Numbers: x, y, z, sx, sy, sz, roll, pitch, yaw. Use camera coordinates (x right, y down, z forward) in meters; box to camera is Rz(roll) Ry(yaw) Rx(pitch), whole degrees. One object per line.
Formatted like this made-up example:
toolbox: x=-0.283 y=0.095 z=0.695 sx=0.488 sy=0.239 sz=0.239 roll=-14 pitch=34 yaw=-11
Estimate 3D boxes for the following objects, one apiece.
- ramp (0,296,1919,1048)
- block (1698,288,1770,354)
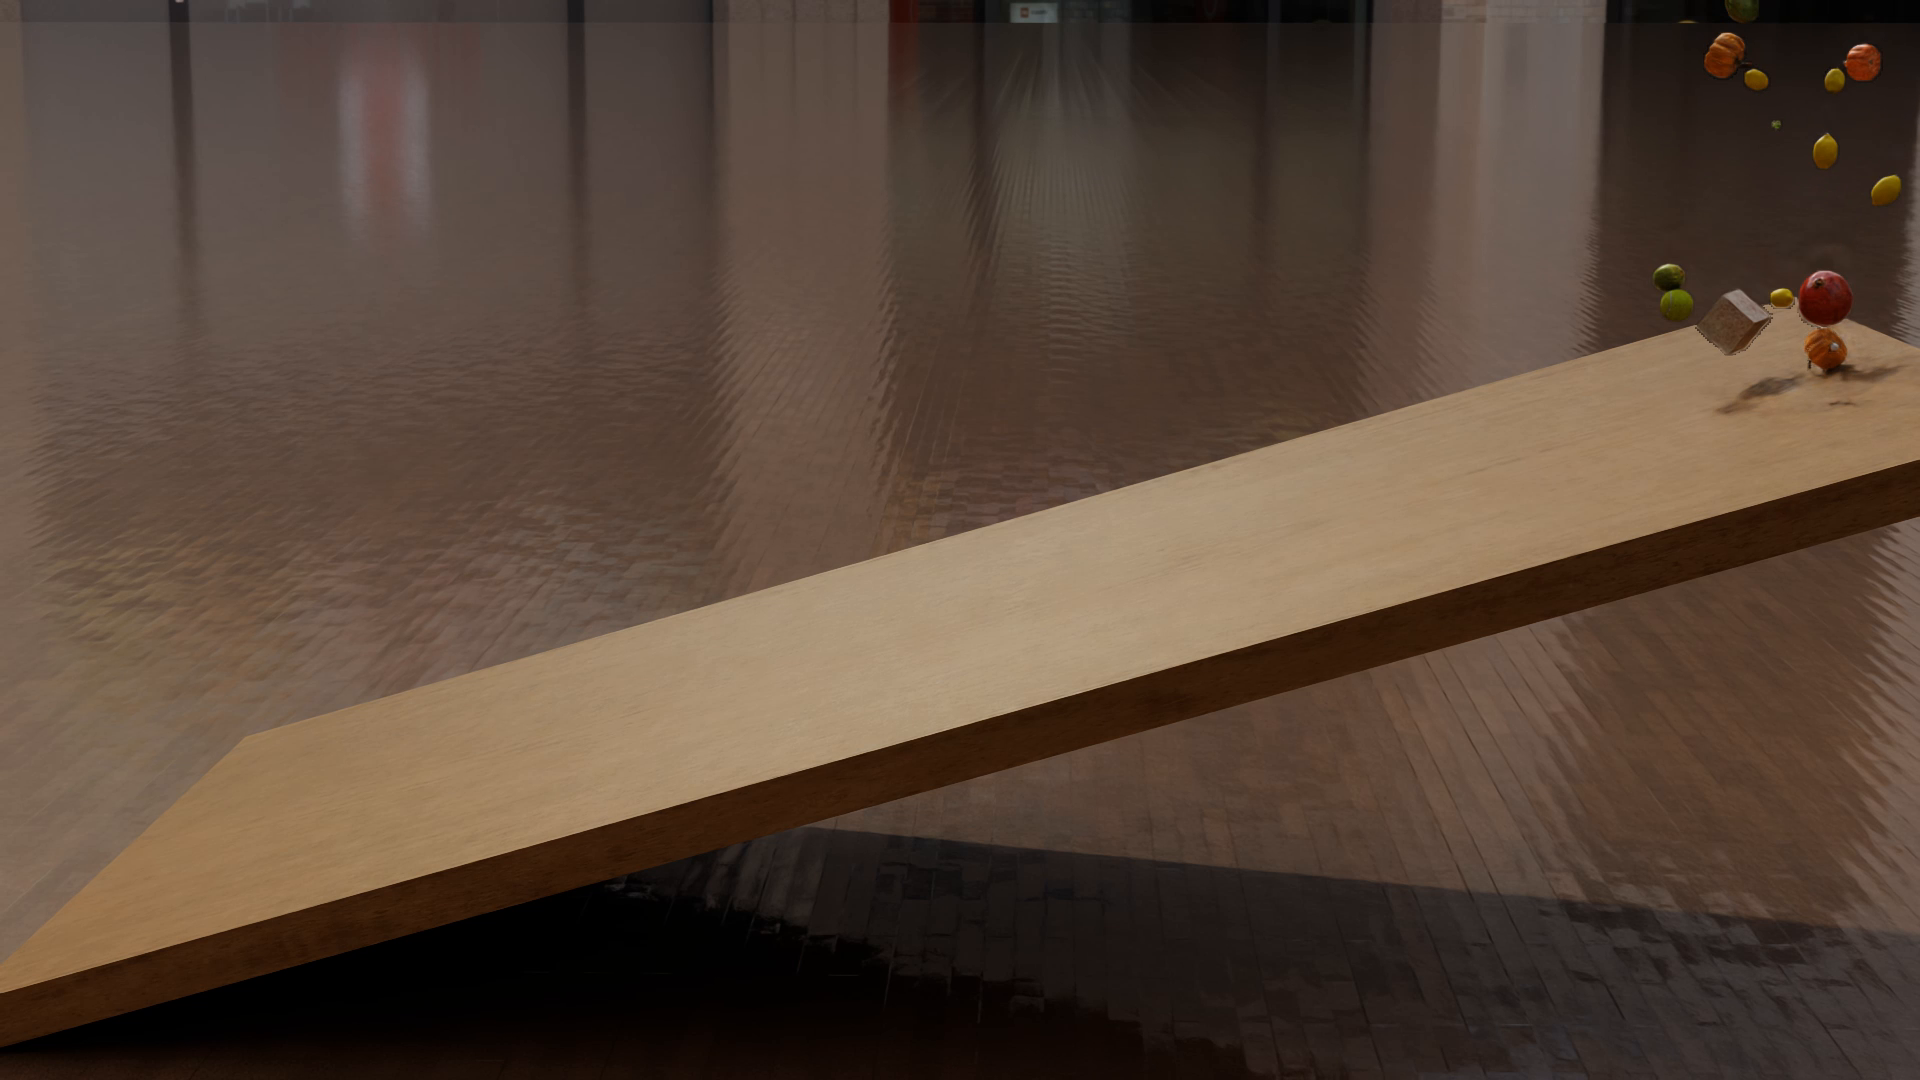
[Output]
ramp: x=0.090 y=0.187 z=6.320 sx=4.000 sy=0.100 sz=2.000 roll=-16 pitch=10 yaw=5
block: x=1.653 y=-0.467 z=6.282 sx=0.091 sy=0.091 sz=0.091 roll=46 pitch=35 yaw=18
